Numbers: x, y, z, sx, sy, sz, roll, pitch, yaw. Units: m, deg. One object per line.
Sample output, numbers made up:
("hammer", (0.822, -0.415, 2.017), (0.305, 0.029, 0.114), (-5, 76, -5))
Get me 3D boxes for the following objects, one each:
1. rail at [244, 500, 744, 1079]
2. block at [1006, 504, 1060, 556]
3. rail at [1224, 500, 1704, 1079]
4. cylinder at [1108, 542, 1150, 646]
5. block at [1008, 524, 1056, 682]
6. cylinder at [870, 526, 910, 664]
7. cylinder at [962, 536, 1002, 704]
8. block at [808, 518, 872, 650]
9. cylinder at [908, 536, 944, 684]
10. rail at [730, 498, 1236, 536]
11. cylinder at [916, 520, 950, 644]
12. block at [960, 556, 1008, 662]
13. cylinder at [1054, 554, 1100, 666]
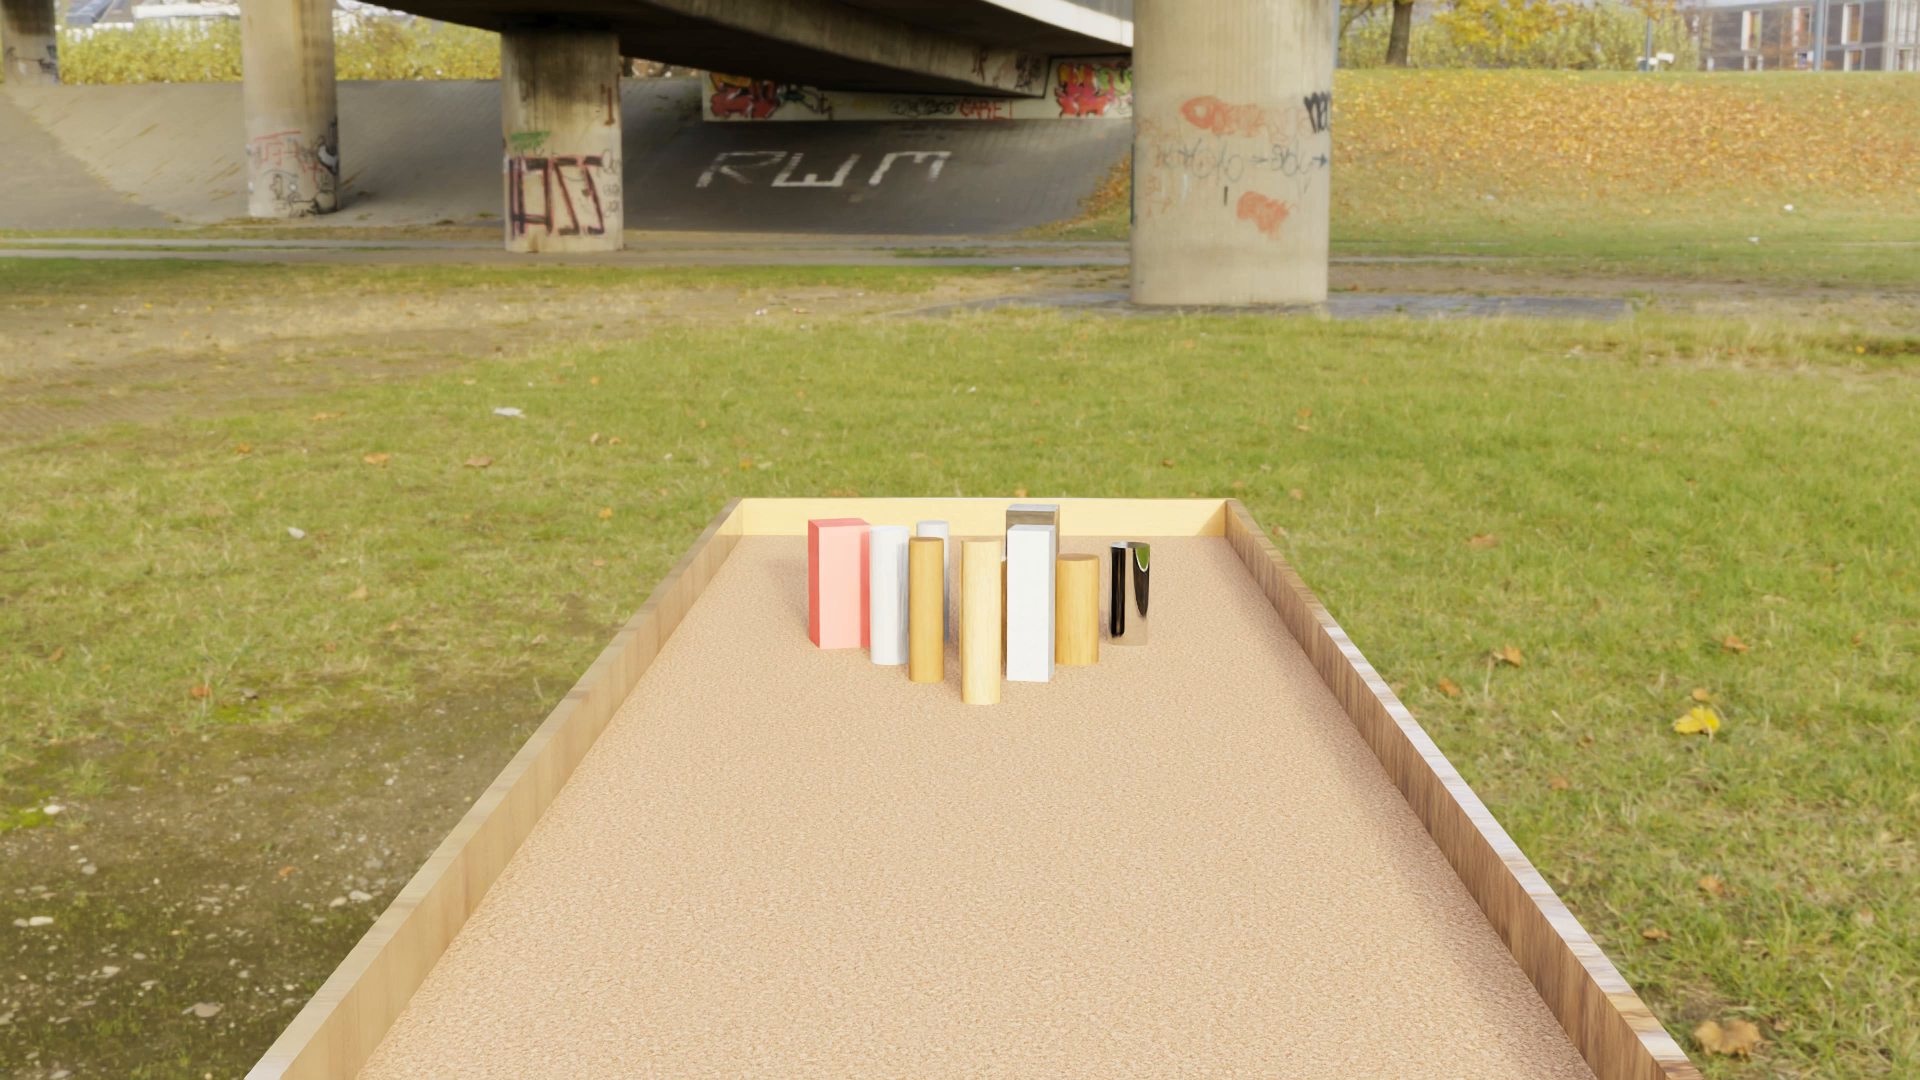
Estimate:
("rail", (-1.004, 0.839, 3.234), (0.050, 0.150, 12.000), (0, 9, 1))
("block", (0.228, 0.112, 6.911), (0.153, 0.435, 0.153), (1, 9, 9))
("rail", (1.046, 0.843, 3.208), (0.050, 0.150, 12.000), (0, 9, 1))
("cylinder", (0.532, 0.169, 6.941), (0.130, 0.313, 0.130), (0, 9, 0))
("block", (0.209, 0.184, 6.438), (0.120, 0.442, 0.120), (2, 9, 11))
("cylinder", (-0.212, 0.166, 6.662), (0.122, 0.407, 0.122), (0, 9, 0))
("cylinder", (0.059, 0.224, 6.137), (0.111, 0.457, 0.111), (0, 9, 0))
("block", (-0.377, 0.135, 6.929), (0.169, 0.385, 0.169), (-2, 9, -15))
("cylinder", (-0.098, 0.203, 6.404), (0.102, 0.415, 0.102), (0, 9, 0))
("rail", (0.099, -0.098, 9.147), (2.100, 0.150, 0.050), (0, 9, 1))
("cylinder", (-0.086, 0.133, 6.953), (0.104, 0.381, 0.104), (0, 9, 0))
("block", (0.080, 0.210, 6.696), (0.125, 0.310, 0.125), (4, 10, 23))
("cylinder", (0.350, 0.209, 6.669), (0.145, 0.319, 0.145), (0, 9, 0))
